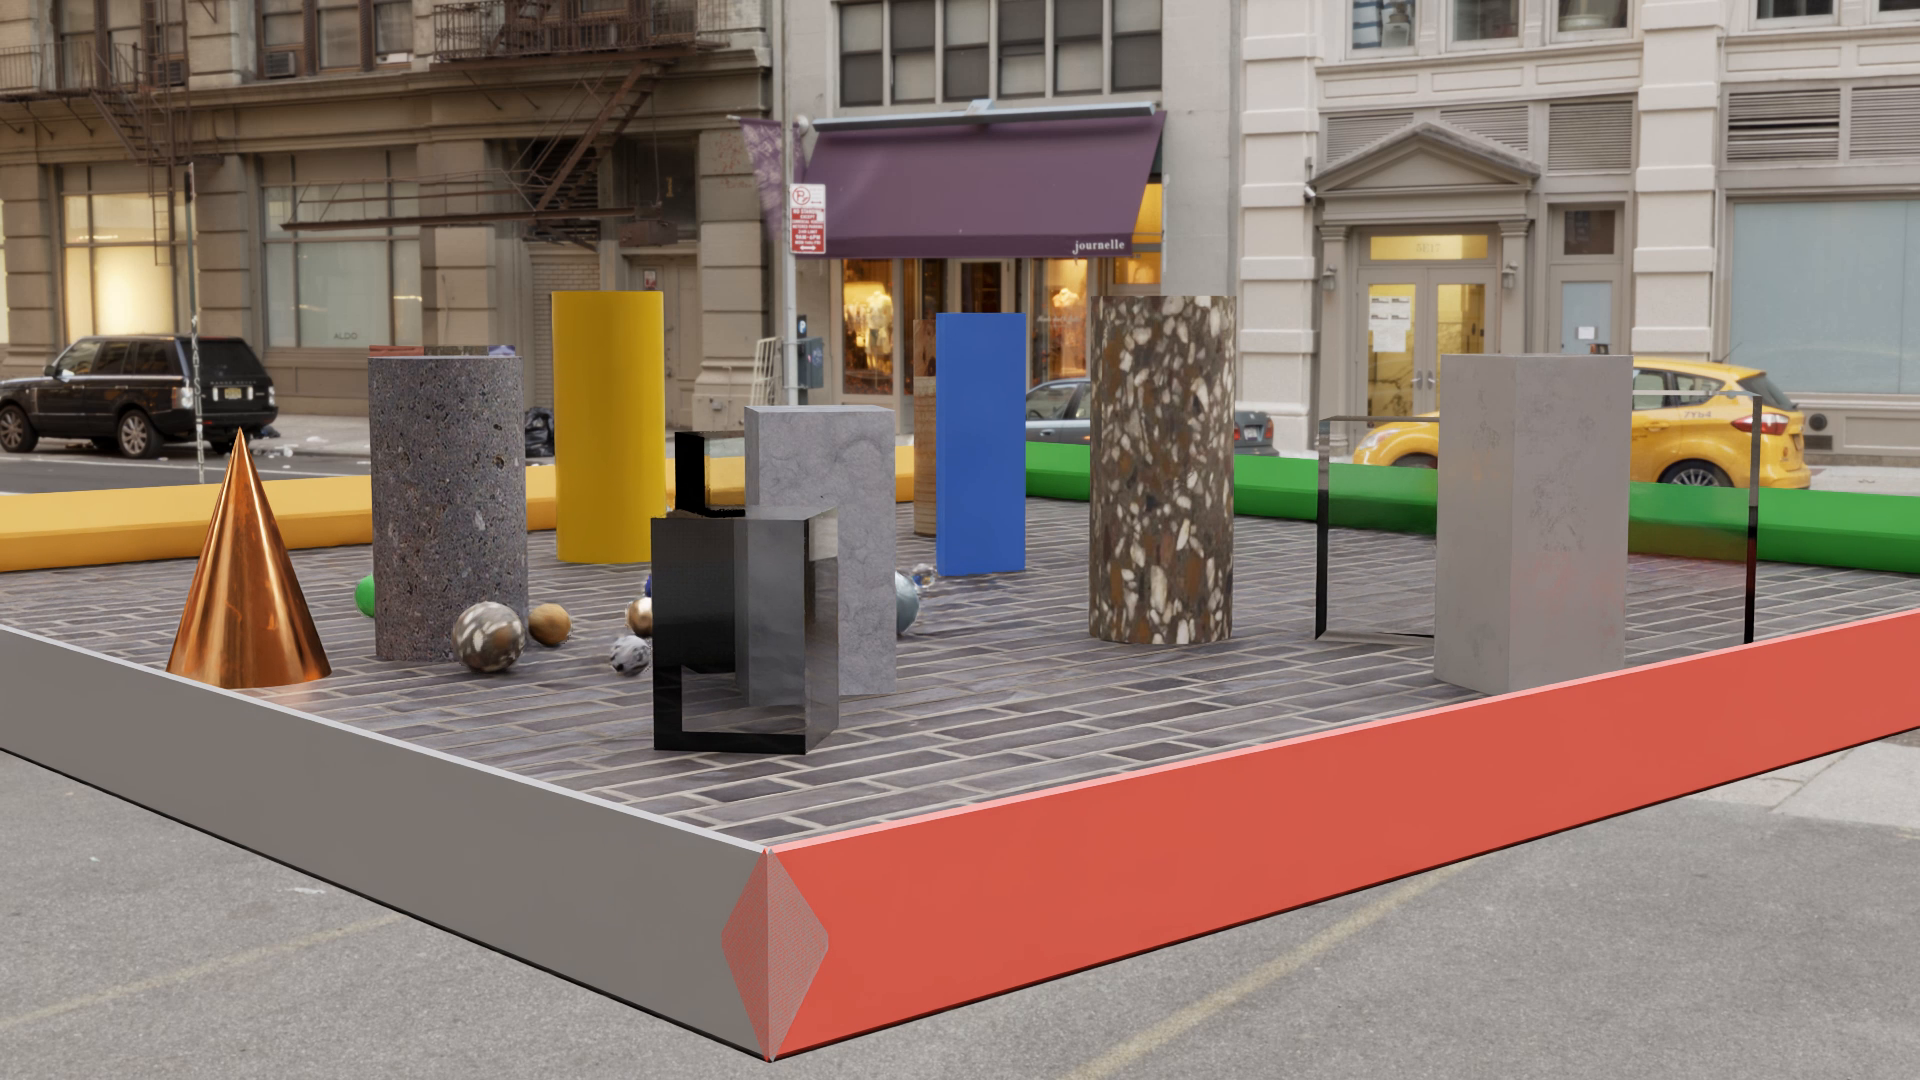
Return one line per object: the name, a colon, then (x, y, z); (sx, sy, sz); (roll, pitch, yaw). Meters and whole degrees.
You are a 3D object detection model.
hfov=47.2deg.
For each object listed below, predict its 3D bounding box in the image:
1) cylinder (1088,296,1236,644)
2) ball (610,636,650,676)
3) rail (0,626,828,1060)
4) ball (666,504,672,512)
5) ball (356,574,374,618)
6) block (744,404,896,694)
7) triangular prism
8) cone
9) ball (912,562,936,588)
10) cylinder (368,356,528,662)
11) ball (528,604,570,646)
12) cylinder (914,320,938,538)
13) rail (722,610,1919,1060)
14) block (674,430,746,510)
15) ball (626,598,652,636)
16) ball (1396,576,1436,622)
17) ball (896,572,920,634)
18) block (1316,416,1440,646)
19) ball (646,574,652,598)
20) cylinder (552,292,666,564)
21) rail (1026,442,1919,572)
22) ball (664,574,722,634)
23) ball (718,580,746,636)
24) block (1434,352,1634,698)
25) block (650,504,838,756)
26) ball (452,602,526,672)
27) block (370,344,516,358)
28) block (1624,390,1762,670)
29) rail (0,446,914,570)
cylinder: (0.277, -0.101, 3.017); (0.197, 0.463, 0.197); (0, 6, 0)
ball: (-0.403, 0.141, 2.691); (0.049, 0.049, 0.049); (0, 6, 0)
rail: (-1.063, 0.135, 2.356); (0.045, 0.128, 2.853); (-5, 8, -42)
ball: (-0.580, -0.032, 4.162); (0.087, 0.087, 0.087); (0, 6, 0)
ball: (-0.841, 0.081, 3.185); (0.066, 0.066, 0.066); (0, 6, 0)
block: (-0.168, 0.008, 2.611); (0.158, 0.329, 0.158); (-1, 6, -11)
triangular prism: (0.001, -0.169, 3.782); (0.171, 0.440, 0.148); (-4, 7, -33)
cone: (-0.871, 0.013, 2.675); (0.197, 0.306, 0.197); (0, 6, 0)
ball: (-0.058, 0.057, 3.539); (0.041, 0.041, 0.041); (0, 6, 0)
cylinder: (-0.666, -0.046, 2.871); (0.197, 0.384, 0.197); (0, 6, 0)
ball: (-0.548, 0.112, 2.932); (0.056, 0.056, 0.056); (0, 6, 0)
cylinder: (0.006, -0.226, 4.388); (0.197, 0.426, 0.197); (0, 6, 0)
rail: (0.951, 0.140, 2.307); (2.940, 0.128, 0.045); (-5, 8, -42)
block: (-0.269, 0.006, 2.842); (0.158, 0.287, 0.158); (-3, 6, -23)
ball: (-0.431, 0.105, 3.018); (0.053, 0.053, 0.053); (0, 6, 0)
ball: (0.659, 0.085, 3.153); (0.065, 0.065, 0.065); (0, 6, 0)
ball: (-0.101, 0.087, 3.015); (0.090, 0.090, 0.090); (0, 6, 0)
block: (0.581, -0.017, 3.012); (0.158, 0.297, 0.158); (2, 6, 18)
ball: (-0.429, 0.072, 3.245); (0.071, 0.071, 0.071); (0, 6, 0)
cylinder: (-0.629, -0.206, 3.953); (0.197, 0.478, 0.197); (0, 6, 0)
rail: (1.063, -0.069, 4.307); (0.045, 0.128, 2.853); (-5, 8, -42)
ball: (-0.369, 0.088, 3.043); (0.081, 0.081, 0.081); (0, 6, 0)
ball: (-0.293, 0.094, 3.008); (0.077, 0.077, 0.077); (0, 6, 0)
block: (0.675, -0.022, 2.601); (0.158, 0.393, 0.158); (-2, 6, -20)
block: (-0.221, 0.089, 2.286); (0.158, 0.237, 0.158); (1, 6, 9)
ball: (-0.581, 0.120, 2.711); (0.087, 0.087, 0.087); (0, 6, 0)
block: (-0.792, -0.103, 3.381); (0.158, 0.391, 0.158); (-6, 8, -44)
block: (0.896, -0.011, 2.726); (0.158, 0.343, 0.158); (1, 6, 14)
rail: (-0.951, -0.074, 4.357); (2.940, 0.128, 0.045); (-5, 8, -42)
